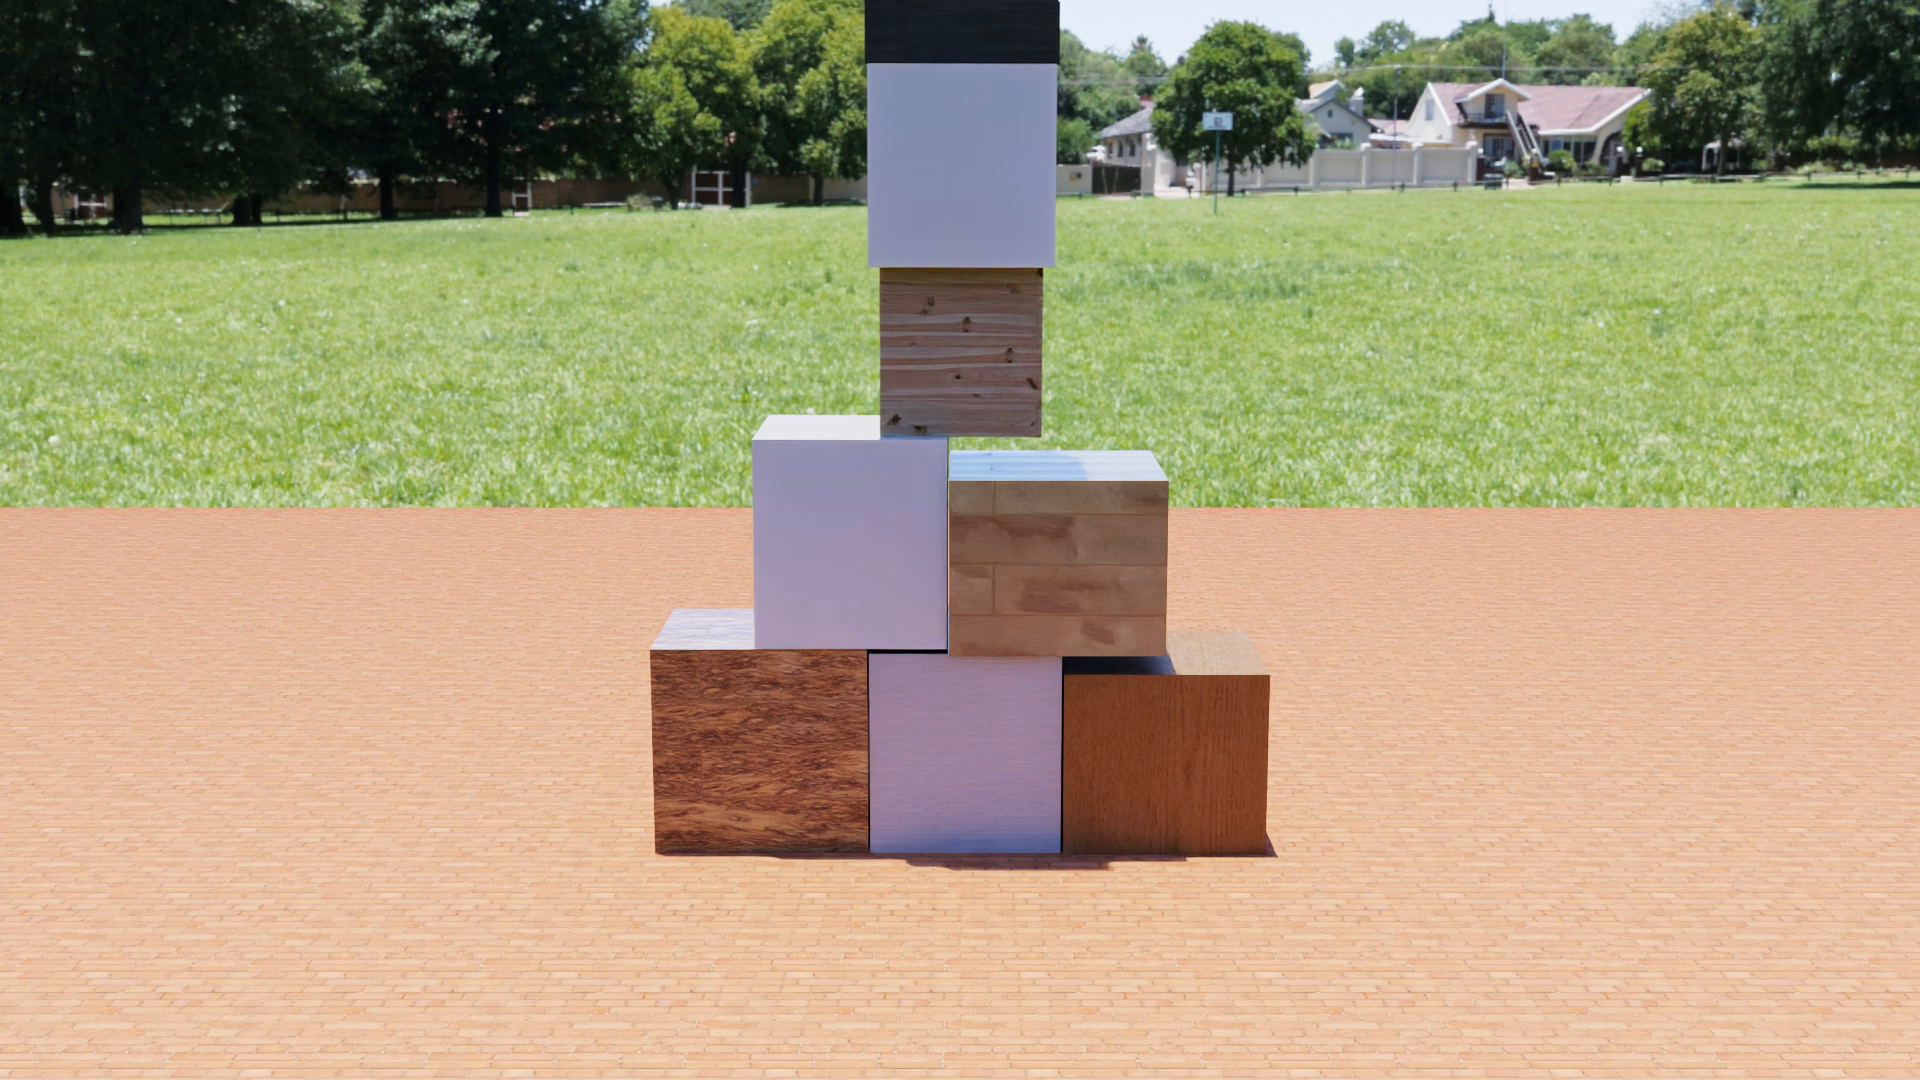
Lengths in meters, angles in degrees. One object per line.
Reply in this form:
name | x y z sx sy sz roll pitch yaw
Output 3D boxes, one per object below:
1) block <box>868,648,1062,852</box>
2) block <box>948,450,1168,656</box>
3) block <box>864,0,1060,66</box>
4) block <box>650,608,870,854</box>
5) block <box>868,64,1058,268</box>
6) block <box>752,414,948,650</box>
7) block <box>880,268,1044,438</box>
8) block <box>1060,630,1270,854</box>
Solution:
block | 0.027 0.974 11.368 0.948 1.016 0.981 0 10 0
block | 0.477 0.048 11.190 1.061 0.869 1.040 0 10 0
block | 0.012 -2.666 10.678 0.917 0.722 0.787 0 10 0
block | -0.989 0.964 11.346 1.065 1.043 0.948 0 10 0
block | 0.009 -1.848 10.846 0.889 0.947 1.004 0 10 0
block | -0.534 -0.060 11.168 0.943 1.036 0.956 0 10 0
block | 0.005 -0.979 11.022 0.786 0.828 0.789 0 10 0
block | 1.017 1.026 11.352 1.010 0.920 0.986 0 10 0
